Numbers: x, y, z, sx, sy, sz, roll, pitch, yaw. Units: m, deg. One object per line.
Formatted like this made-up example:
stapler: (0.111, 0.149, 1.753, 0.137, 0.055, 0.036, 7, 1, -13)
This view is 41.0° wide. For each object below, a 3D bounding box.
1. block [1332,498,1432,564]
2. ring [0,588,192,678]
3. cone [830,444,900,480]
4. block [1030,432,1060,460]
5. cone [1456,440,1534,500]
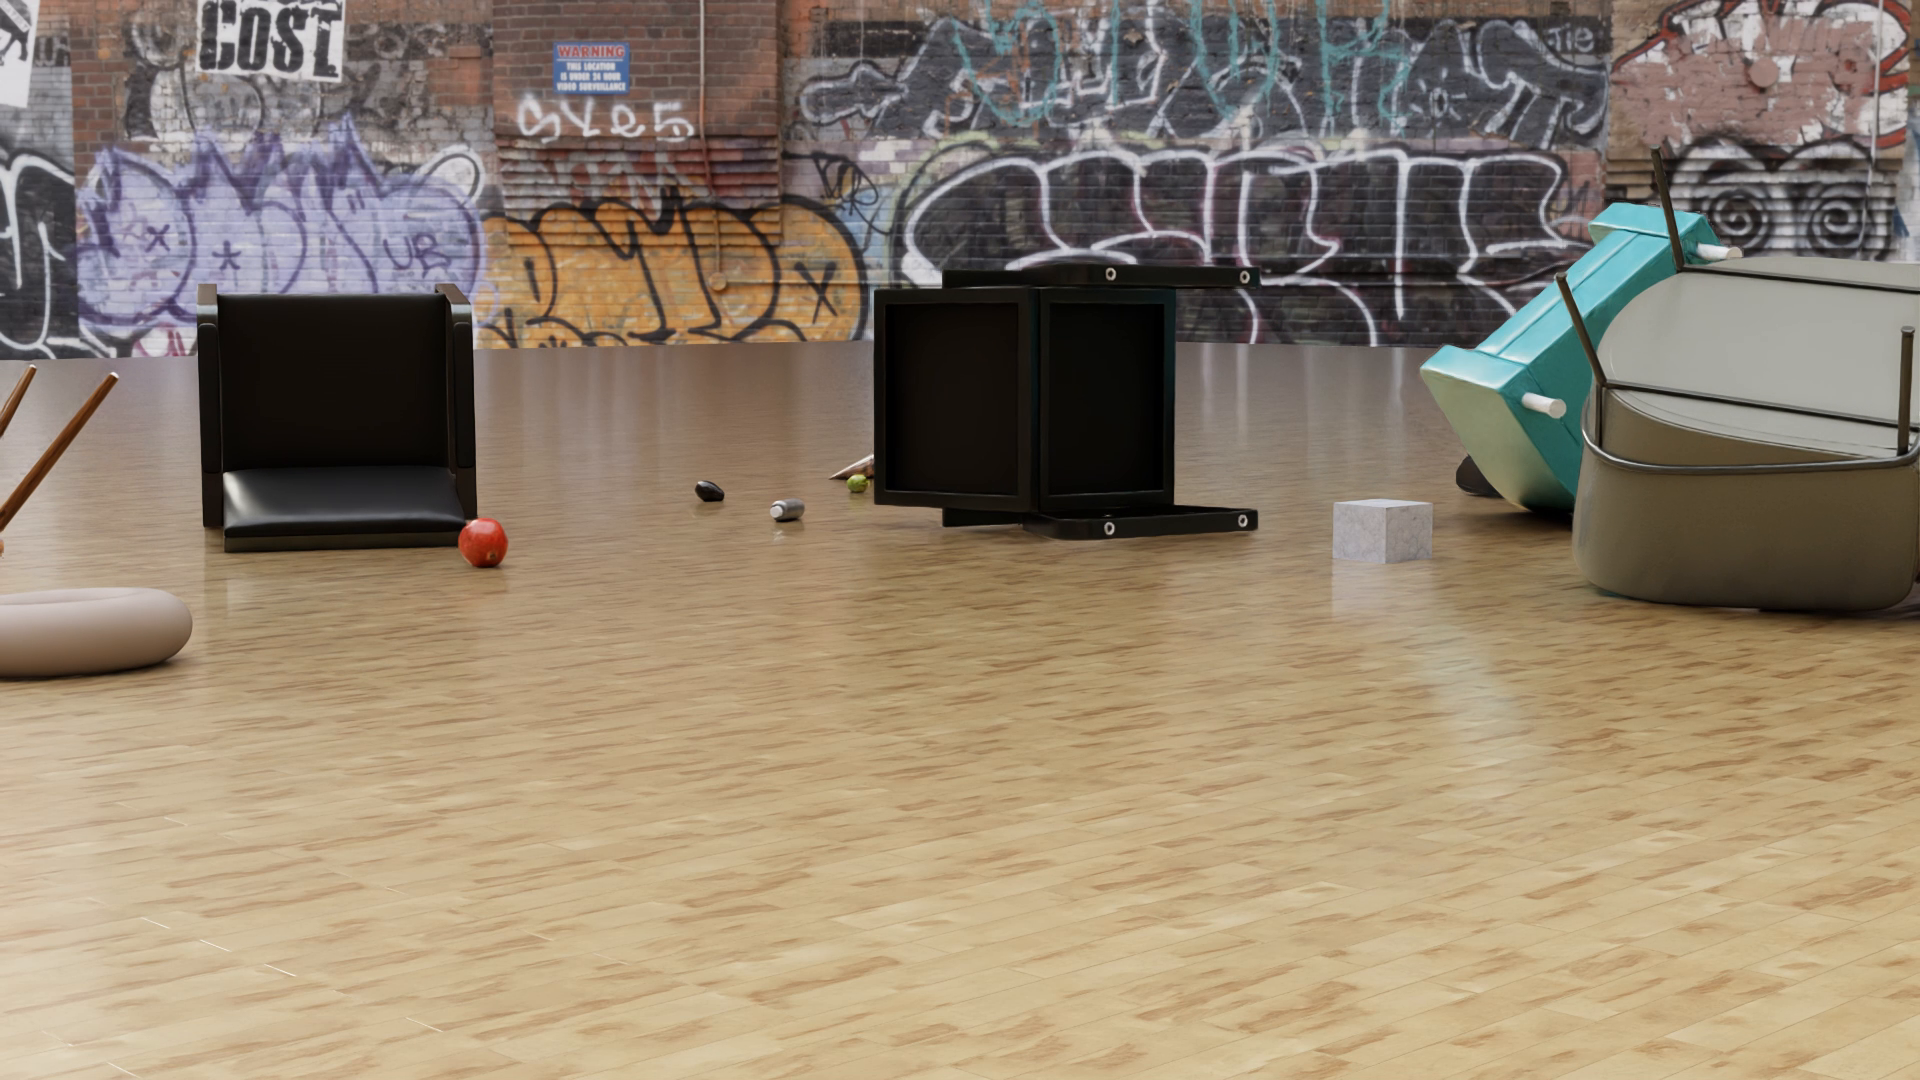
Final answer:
block: (0.988, -0.022, 5.993, 0.167, 0.130, 0.159, -5, 8, -40)
ring: (-1.509, 0.155, 4.327, 0.419, 0.122, 0.314, -5, 7, -33)
cone: (-0.323, -0.226, 8.320, 0.224, 0.119, 0.176, -14, 1, 8)
block: (0.306, -0.338, 9.238, 0.069, 0.094, 0.111, -3, 6, -25)
cone: (1.630, -0.168, 7.622, 0.262, 0.197, 0.172, -13, 40, -13)
